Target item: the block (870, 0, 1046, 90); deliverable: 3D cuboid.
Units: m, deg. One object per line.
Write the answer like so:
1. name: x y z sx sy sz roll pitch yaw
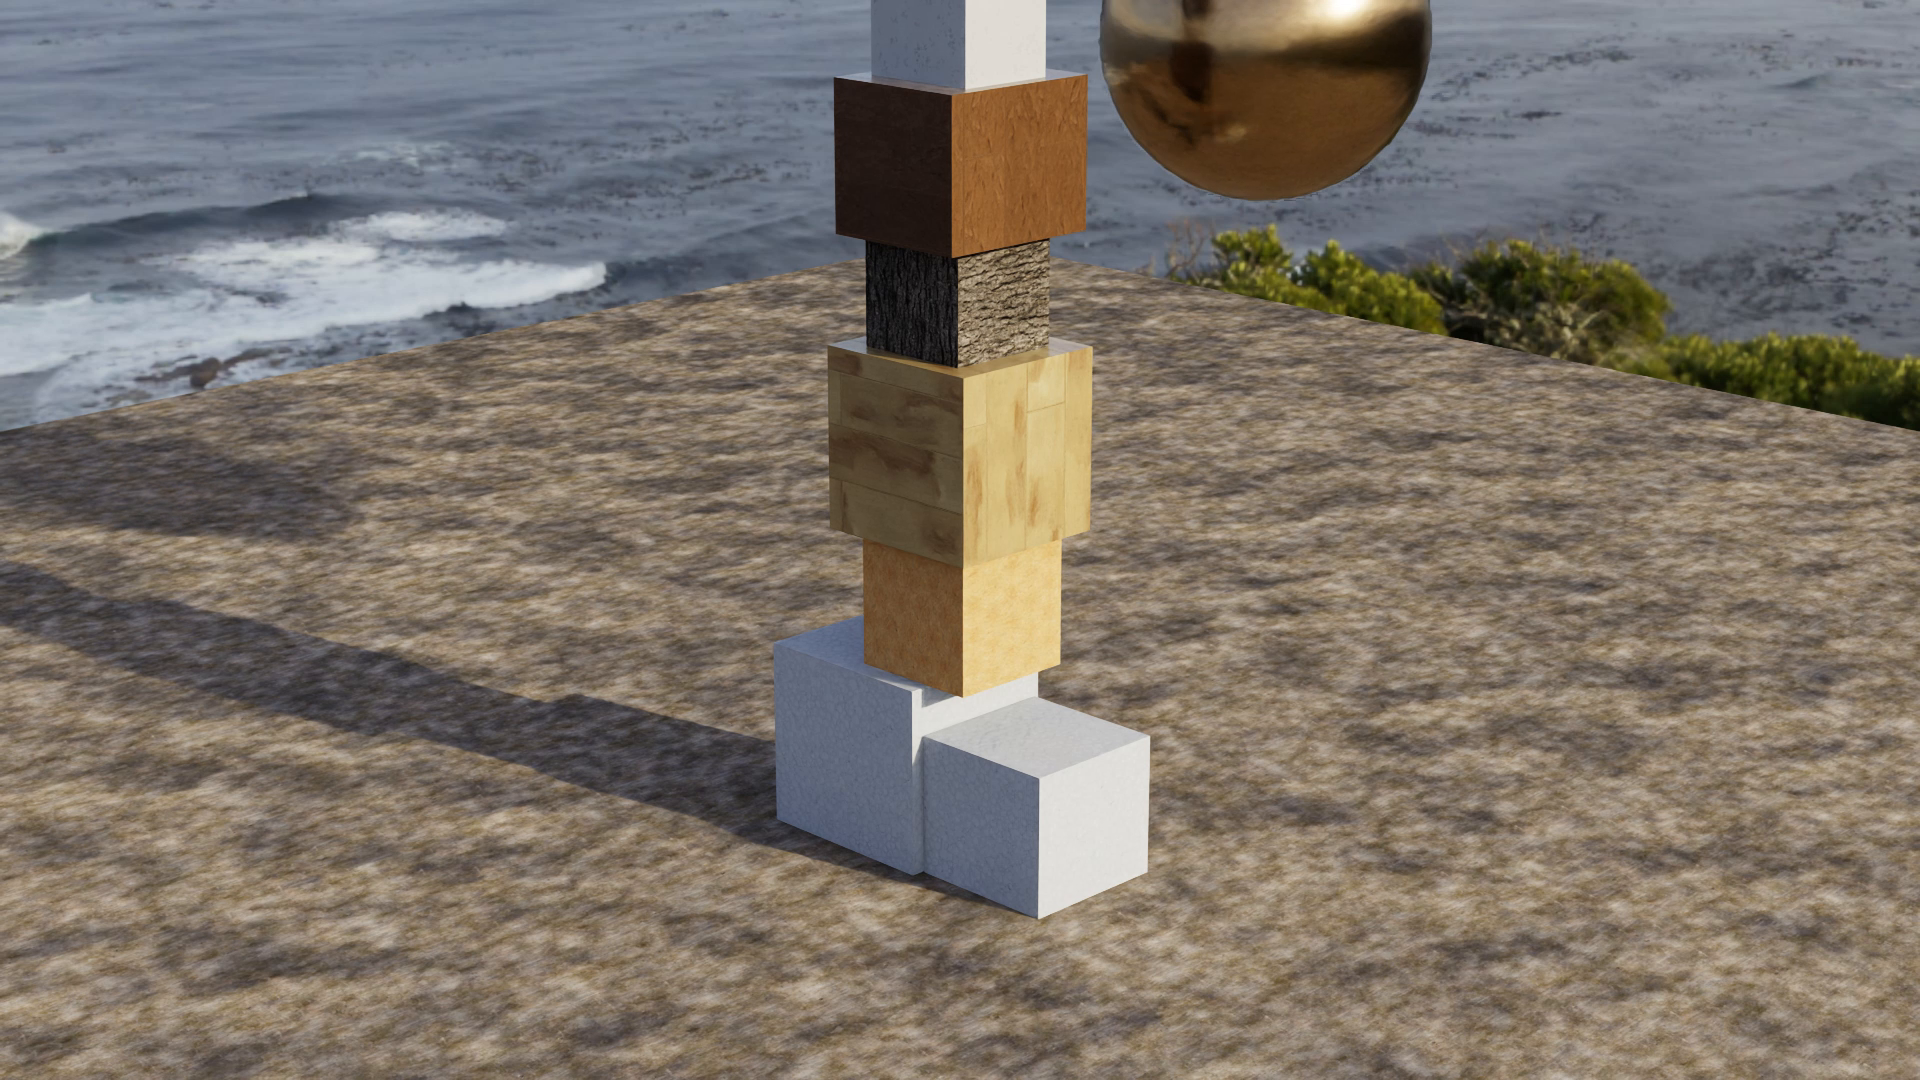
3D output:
1. block: -0.008 -2.279 12.617 0.488 0.563 0.577 -17 24 -42

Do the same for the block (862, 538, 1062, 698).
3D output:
1. block: 0.010 0.259 13.433 0.634 0.654 0.645 -17 24 -42

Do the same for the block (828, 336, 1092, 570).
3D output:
1. block: -0.001 -0.458 13.197 0.813 0.856 0.859 -17 24 -42

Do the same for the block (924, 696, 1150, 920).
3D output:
1. block: 0.349 1.208 13.384 0.727 0.671 0.723 -17 24 -42

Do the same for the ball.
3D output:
1. ball: 1.467 -2.436 14.114 1.600 1.600 1.600 0 17 0

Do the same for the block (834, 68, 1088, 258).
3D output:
1. block: 0.005 -1.685 12.817 0.835 0.689 0.724 -17 24 -42

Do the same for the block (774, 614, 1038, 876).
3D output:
1. block: -0.256 0.924 13.907 0.823 0.898 0.938 -17 24 -42

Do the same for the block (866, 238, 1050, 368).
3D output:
1. block: -0.011 -1.108 12.982 0.571 0.512 0.578 -17 24 -42
